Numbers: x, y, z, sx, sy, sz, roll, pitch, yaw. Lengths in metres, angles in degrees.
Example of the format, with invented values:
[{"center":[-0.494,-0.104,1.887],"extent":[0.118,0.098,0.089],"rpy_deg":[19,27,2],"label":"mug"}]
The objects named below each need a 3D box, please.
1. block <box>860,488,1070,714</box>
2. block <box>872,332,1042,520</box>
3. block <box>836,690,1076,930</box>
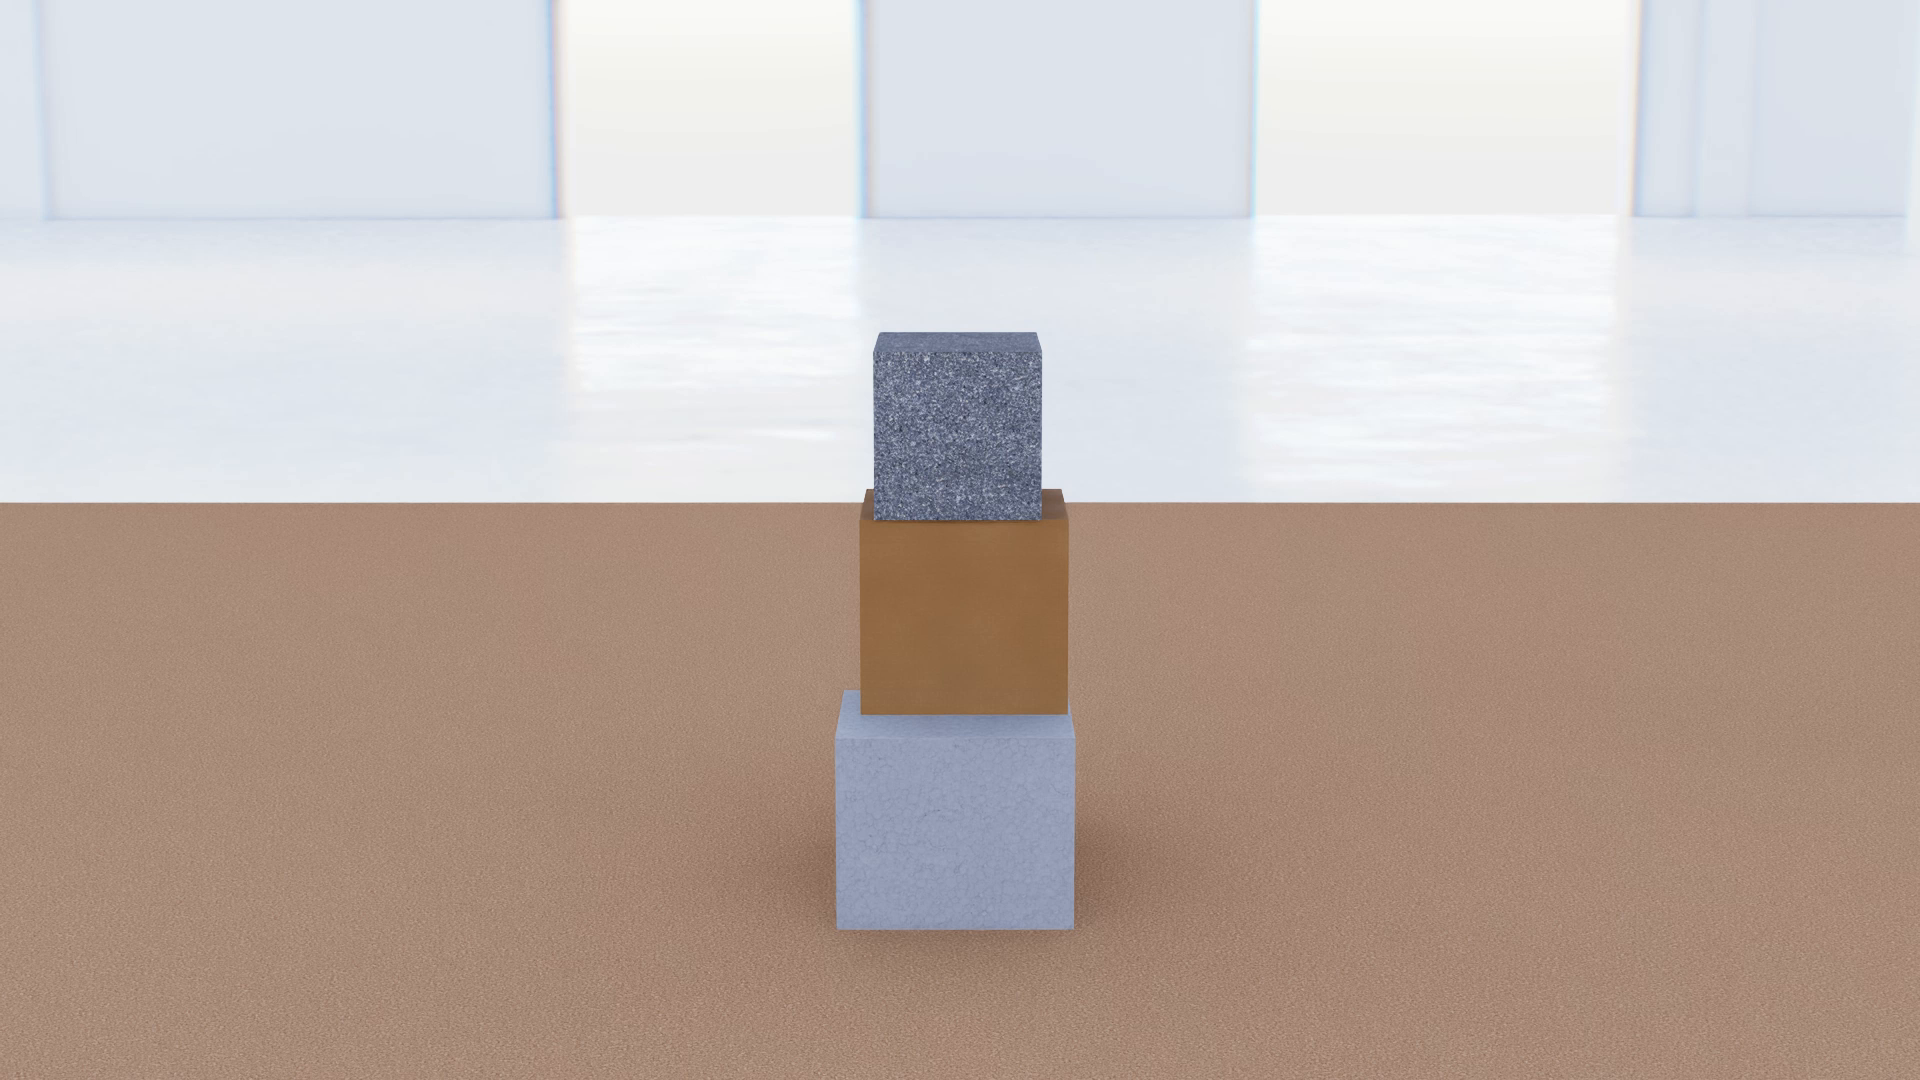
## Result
[{"center":[0.018,0.255,11.227],"extent":[0.879,0.841,0.819],"rpy_deg":[0,10,0],"label":"block"},{"center":[-0.009,-0.506,11.088],"extent":[0.701,0.706,0.844],"rpy_deg":[0,10,0],"label":"block"},{"center":[-0.020,1.141,10.999],"extent":[0.986,0.820,0.833],"rpy_deg":[0,10,0],"label":"block"}]
